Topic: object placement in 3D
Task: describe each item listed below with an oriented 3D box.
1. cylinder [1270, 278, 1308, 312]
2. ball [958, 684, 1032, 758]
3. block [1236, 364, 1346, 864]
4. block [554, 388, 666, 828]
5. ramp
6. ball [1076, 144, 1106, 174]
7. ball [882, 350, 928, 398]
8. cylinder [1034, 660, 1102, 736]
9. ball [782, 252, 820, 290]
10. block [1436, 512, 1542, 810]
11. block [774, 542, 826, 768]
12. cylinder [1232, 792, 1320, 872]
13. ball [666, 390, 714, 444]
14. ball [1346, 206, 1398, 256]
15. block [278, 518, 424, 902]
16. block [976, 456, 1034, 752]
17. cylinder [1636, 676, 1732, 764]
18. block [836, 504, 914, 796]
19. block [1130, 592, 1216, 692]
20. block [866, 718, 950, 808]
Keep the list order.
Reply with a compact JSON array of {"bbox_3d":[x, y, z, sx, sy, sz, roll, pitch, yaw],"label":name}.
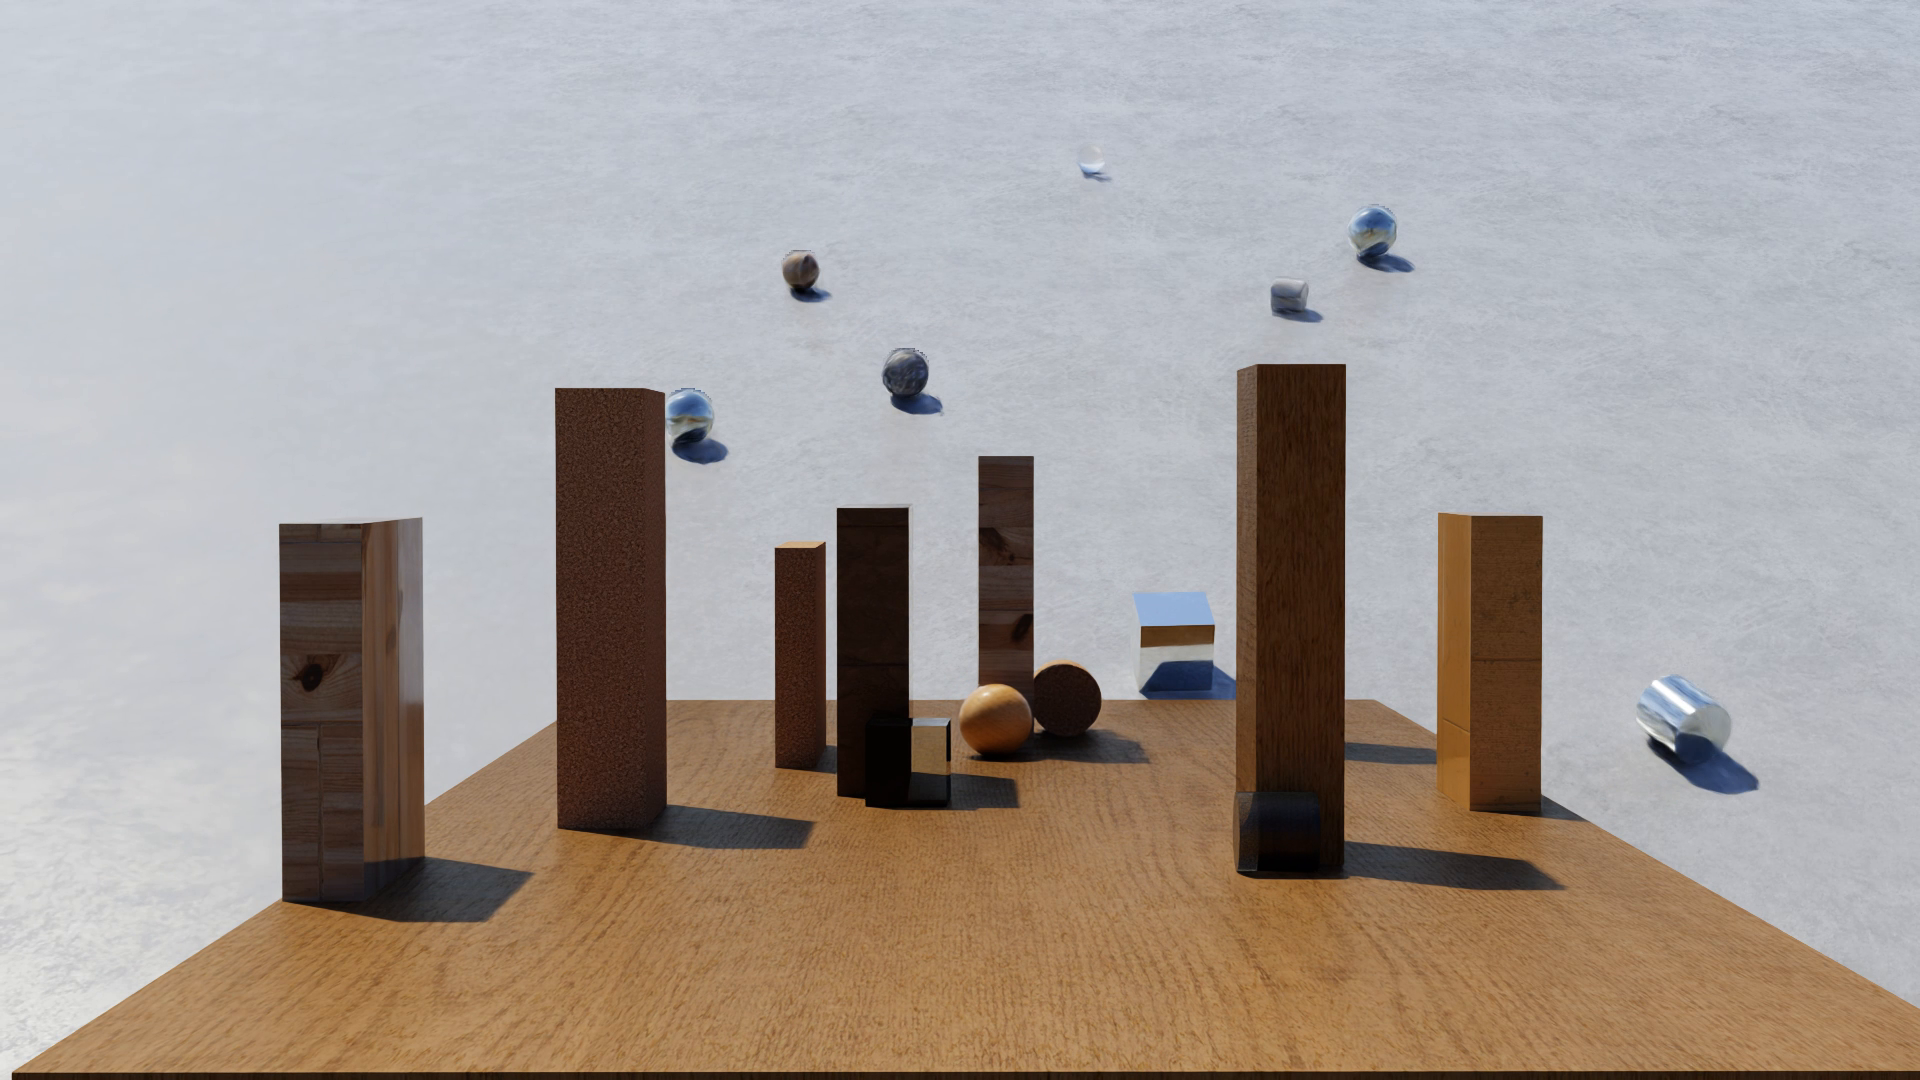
[{"bbox_3d":[1.203,-0.896,9.426,0.114,0.114,0.114,10,27,19],"label":"cylinder"},{"bbox_3d":[0.072,0.369,5.280,0.151,0.151,0.151,0,25,0],"label":"ball"},{"bbox_3d":[0.510,0.108,3.994,0.133,0.750,0.275,0,2,0],"label":"block"},{"bbox_3d":[-0.592,0.109,4.395,0.147,0.726,0.305,0,2,0],"label":"block"},{"bbox_3d":[0.057,0.516,4.556,2.000,0.100,4.000,0,2,0],"label":"ramp"},{"bbox_3d":[0.557,-1.623,10.973,0.125,0.125,0.125,0,25,0],"label":"ball"},{"bbox_3d":[-0.184,-0.558,8.649,0.160,0.160,0.160,0,25,0],"label":"ball"},{"bbox_3d":[0.232,0.351,5.764,0.157,0.157,0.157,-1,2,-1],"label":"cylinder"},{"bbox_3d":[-0.594,-1.006,9.632,0.141,0.141,0.141,0,25,0],"label":"ball"},{"bbox_3d":[0.943,0.209,4.606,0.124,0.511,0.306,0,2,0],"label":"block"},{"bbox_3d":[-0.326,0.227,5.296,0.080,0.435,0.415,0,2,0],"label":"block"},{"bbox_3d":[0.467,0.430,3.807,0.117,0.117,0.117,0,25,1],"label":"cylinder"},{"bbox_3d":[-0.874,-0.395,8.289,0.169,0.169,0.169,0,25,0],"label":"ball"},{"bbox_3d":[1.594,-1.192,9.970,0.191,0.191,0.191,0,25,0],"label":"ball"},{"bbox_3d":[-0.877,0.231,3.744,0.113,0.520,0.406,0,2,0],"label":"block"},{"bbox_3d":[0.095,0.128,5.556,0.115,0.616,0.415,0,2,0],"label":"block"},{"bbox_3d":[1.817,0.451,6.476,0.167,0.167,0.167,-9,26,-18],"label":"cylinder"},{"bbox_3d":[-0.157,0.196,4.861,0.131,0.522,0.413,0,2,0],"label":"block"},{"bbox_3d":[0.562,0.269,6.835,0.194,0.194,0.194,-1,25,-3],"label":"block"},{"bbox_3d":[-0.091,0.394,4.585,0.143,0.143,0.143,0,2,3],"label":"block"}]
